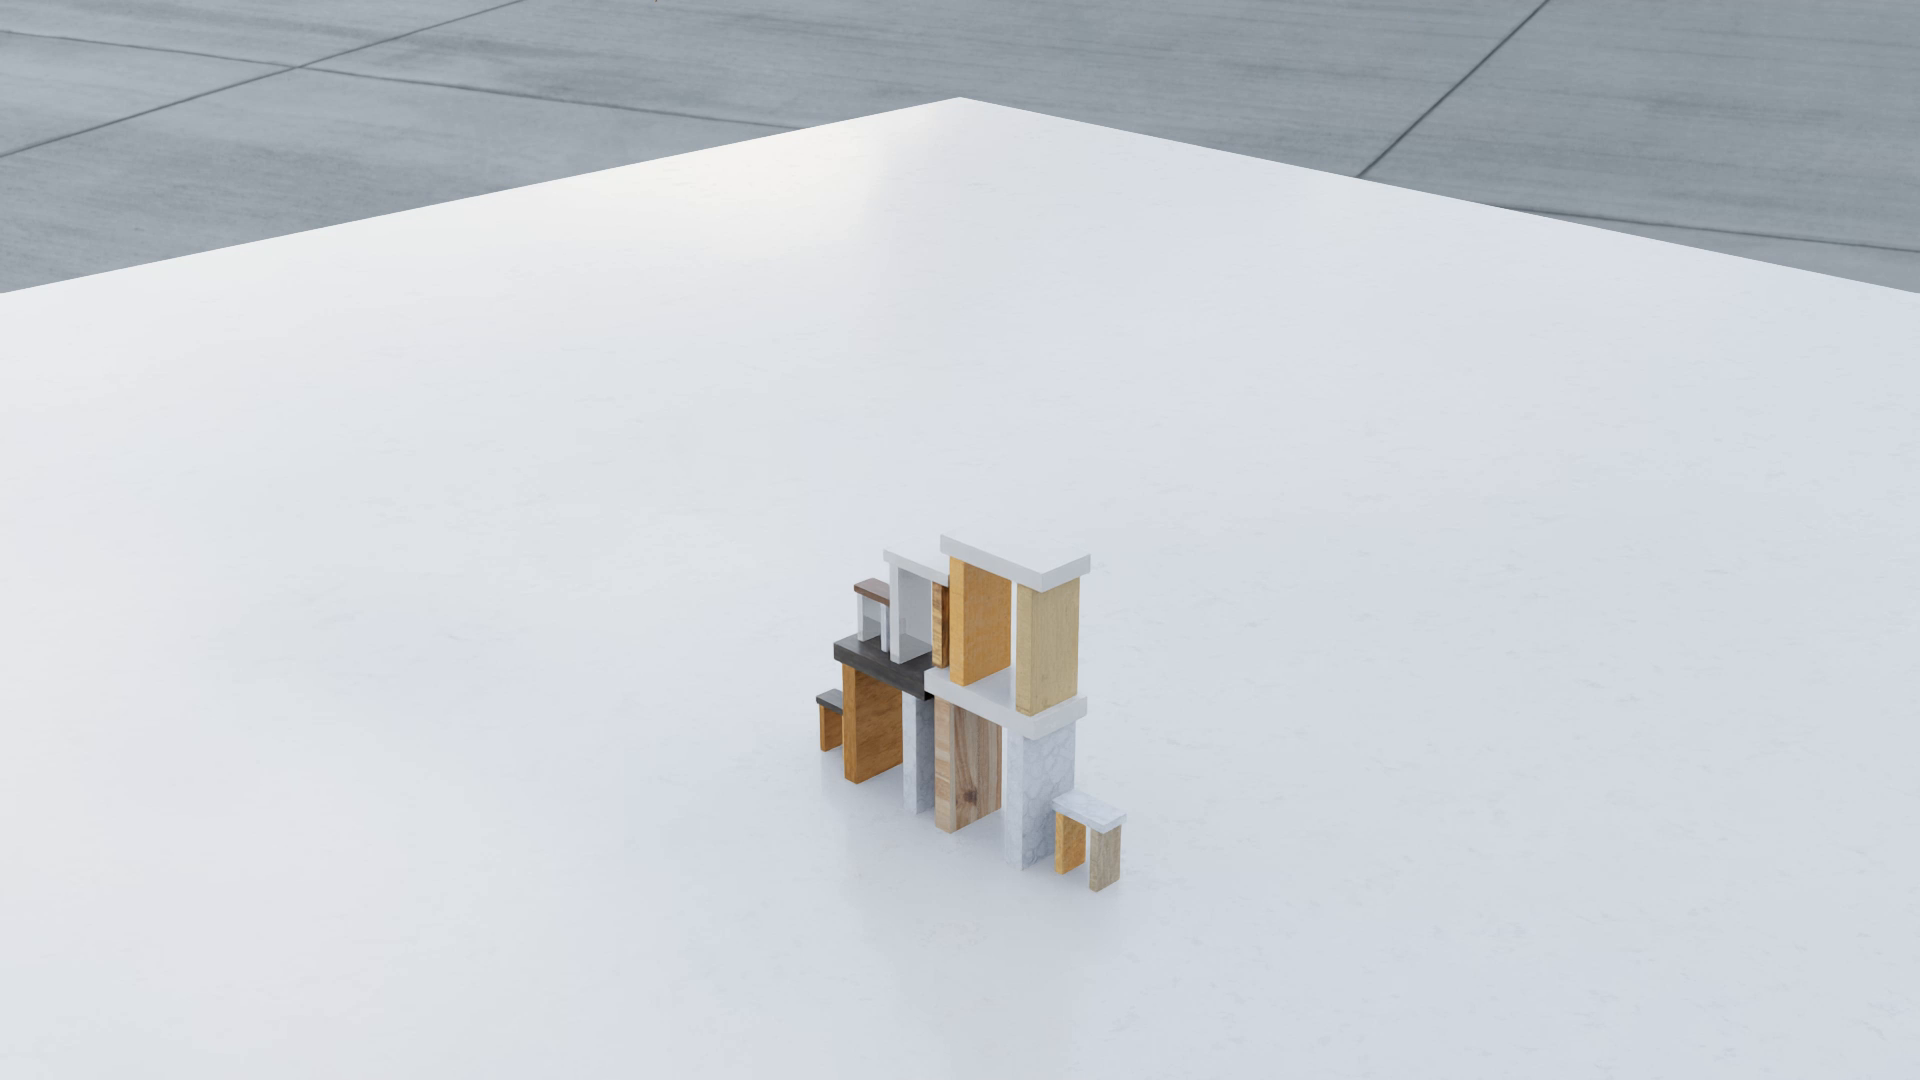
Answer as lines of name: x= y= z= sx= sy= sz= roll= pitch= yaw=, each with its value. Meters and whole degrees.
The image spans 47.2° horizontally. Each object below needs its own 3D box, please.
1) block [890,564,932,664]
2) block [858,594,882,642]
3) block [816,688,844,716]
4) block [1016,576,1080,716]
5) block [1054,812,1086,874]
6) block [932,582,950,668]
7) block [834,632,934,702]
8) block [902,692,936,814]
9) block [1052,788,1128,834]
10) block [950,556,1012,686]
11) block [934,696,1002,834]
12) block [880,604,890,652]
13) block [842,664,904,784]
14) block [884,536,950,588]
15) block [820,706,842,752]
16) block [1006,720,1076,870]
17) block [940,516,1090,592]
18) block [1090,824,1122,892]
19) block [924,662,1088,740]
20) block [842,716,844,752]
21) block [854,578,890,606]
block: x=-0.098 y=0.135 z=4.390 sx=0.026 sy=0.213 sz=0.090 roll=21 pitch=31 yaw=41
block: x=-0.185 y=0.150 z=4.491 sx=0.015 sy=0.105 sz=0.053 roll=21 pitch=31 yaw=41
block: x=-0.248 y=0.346 z=4.648 sx=0.109 sy=0.015 sz=0.054 roll=21 pitch=31 yaw=41
block: x=0.164 y=0.187 z=4.120 sx=0.132 sy=0.264 sz=0.037 roll=-21 pitch=31 yaw=-41
block: x=0.214 y=0.573 z=4.241 sx=0.019 sy=0.133 sz=0.067 roll=21 pitch=31 yaw=41
block: x=-0.013 y=0.153 z=4.305 sx=0.026 sy=0.181 sz=0.090 roll=21 pitch=31 yaw=41
block: x=-0.117 y=0.245 z=4.451 sx=0.267 sy=0.038 sz=0.134 roll=21 pitch=31 yaw=41
block: x=-0.054 y=0.410 z=4.452 sx=0.038 sy=0.267 sz=0.134 roll=21 pitch=31 yaw=41
block: x=0.245 y=0.515 z=4.182 sx=0.133 sy=0.019 sz=0.067 roll=21 pitch=31 yaw=41
block: x=0.040 y=0.138 z=4.234 sx=0.037 sy=0.264 sz=0.132 roll=21 pitch=31 yaw=41
block: x=0.017 y=0.424 z=4.384 sx=0.042 sy=0.295 sz=0.148 roll=21 pitch=31 yaw=41
block: x=-0.135 y=0.170 z=4.445 sx=0.015 sy=0.105 sz=0.053 roll=21 pitch=31 yaw=41
block: x=-0.180 y=0.361 z=4.568 sx=0.038 sy=0.267 sz=0.134 roll=21 pitch=31 yaw=41
block: x=-0.055 y=0.042 z=4.304 sx=0.090 sy=0.026 sz=0.181 roll=-21 pitch=31 yaw=-41
block: x=-0.274 y=0.393 z=4.695 sx=0.015 sy=0.109 sz=0.054 roll=21 pitch=31 yaw=41
block: x=0.156 y=0.478 z=4.256 sx=0.042 sy=0.295 sz=0.148 roll=21 pitch=31 yaw=41
block: x=0.102 y=0.024 z=4.119 sx=0.264 sy=0.037 sz=0.132 roll=21 pitch=31 yaw=41
block: x=0.276 y=0.597 z=4.183 sx=0.019 sy=0.133 sz=0.067 roll=21 pitch=31 yaw=41
block: x=0.087 y=0.296 z=4.254 sx=0.295 sy=0.042 sz=0.148 roll=21 pitch=31 yaw=41
block: x=-0.223 y=0.413 z=4.648 sx=0.015 sy=0.109 sz=0.054 roll=21 pitch=31 yaw=41
block: x=-0.160 y=0.105 z=4.444 sx=0.105 sy=0.015 sz=0.053 roll=21 pitch=31 yaw=41
